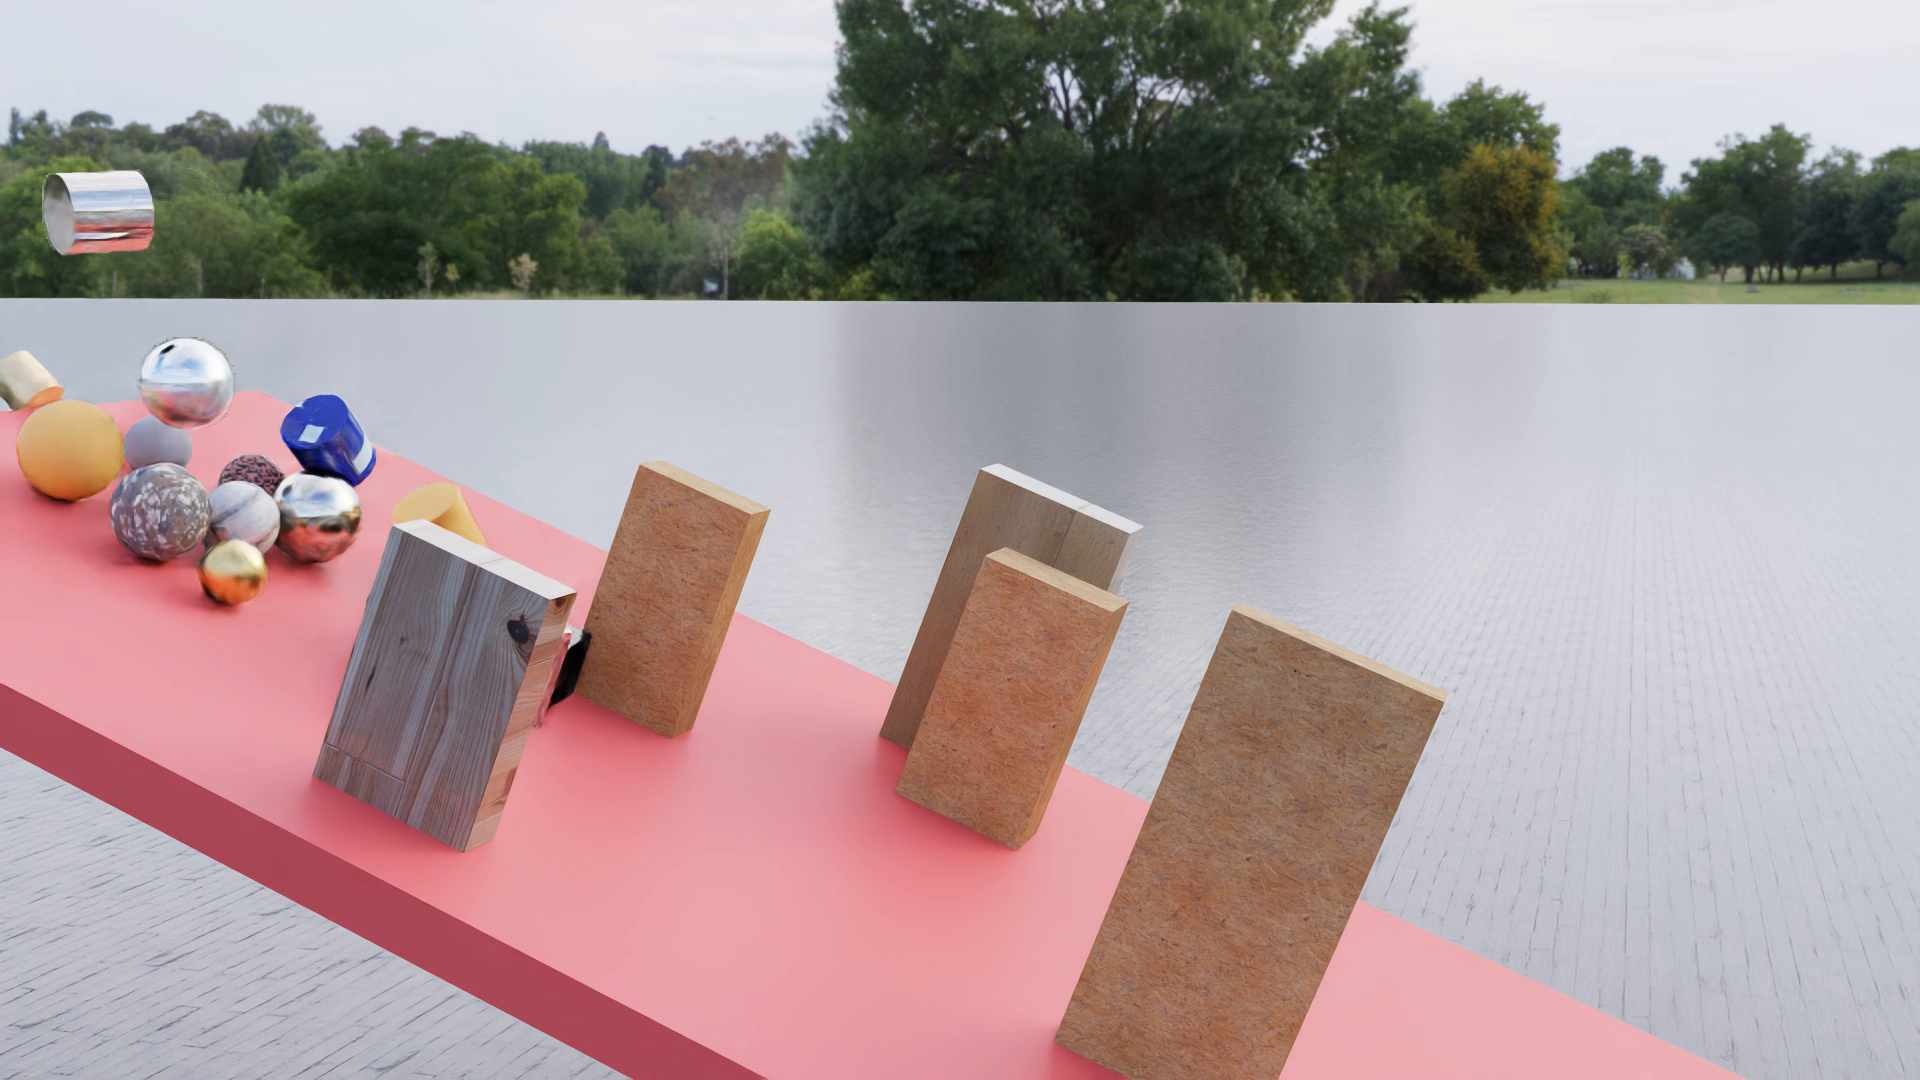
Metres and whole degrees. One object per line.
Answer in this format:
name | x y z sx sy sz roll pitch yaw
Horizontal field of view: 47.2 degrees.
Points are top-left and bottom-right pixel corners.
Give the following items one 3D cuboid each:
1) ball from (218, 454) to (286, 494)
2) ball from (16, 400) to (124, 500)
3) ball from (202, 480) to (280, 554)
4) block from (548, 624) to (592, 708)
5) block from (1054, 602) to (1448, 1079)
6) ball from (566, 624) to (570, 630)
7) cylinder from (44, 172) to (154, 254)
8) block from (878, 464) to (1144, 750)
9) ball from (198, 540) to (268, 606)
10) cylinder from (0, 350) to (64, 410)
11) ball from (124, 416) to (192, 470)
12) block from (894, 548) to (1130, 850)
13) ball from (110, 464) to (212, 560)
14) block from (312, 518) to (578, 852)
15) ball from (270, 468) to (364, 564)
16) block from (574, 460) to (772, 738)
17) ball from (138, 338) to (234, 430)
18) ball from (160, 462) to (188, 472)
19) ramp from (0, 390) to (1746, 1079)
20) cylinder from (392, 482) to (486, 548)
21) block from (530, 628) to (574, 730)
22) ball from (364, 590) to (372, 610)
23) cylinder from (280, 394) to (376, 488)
ball | -1.480 -0.113 4.600 0.136 0.136 0.136 0 7 0
ball | -1.753 -0.178 4.337 0.199 0.199 0.199 0 7 0
ball | -1.429 -0.037 4.352 0.161 0.161 0.161 0 7 0
block | -0.816 0.231 4.276 0.130 0.130 0.130 23 13 7
block | 0.460 0.533 3.539 0.356 0.787 0.081 24 13 13
ball | -0.849 0.187 4.414 0.128 0.128 0.128 0 7 0
cylinder | -1.739 -0.662 4.442 0.160 0.160 0.160 -11 13 -41
block | 0.109 0.198 4.744 0.349 0.631 0.138 24 13 13
ball | -1.365 0.060 4.130 0.124 0.124 0.124 0 7 0
cylinder | -2.052 -0.338 4.831 0.110 0.110 0.110 45 16 7
ball | -1.693 -0.195 4.642 0.139 0.139 0.139 0 7 0
block | 0.104 0.319 4.463 0.280 0.529 0.150 24 13 13
ball | -1.529 -0.053 4.206 0.184 0.184 0.184 0 7 0
block | -0.829 0.232 3.530 0.294 0.445 0.094 24 13 13
ball | -1.321 -0.049 4.501 0.193 0.193 0.193 0 7 0
block | -0.579 0.116 4.334 0.249 0.481 0.104 24 13 13
ball | -1.555 -0.314 4.423 0.183 0.183 0.183 0 7 0
ball | -1.591 -0.092 4.406 0.125 0.125 0.125 0 7 0
ramp | -0.316 0.566 4.200 4.000 0.100 2.000 24 13 13
cylinder | -1.086 -0.017 4.589 0.148 0.148 0.148 -13 35 9
block | -0.880 0.221 4.056 0.200 0.200 0.200 28 14 28
ball | -1.027 0.140 4.169 0.196 0.196 0.196 0 7 0
cylinder | -1.314 -0.200 4.581 0.146 0.146 0.146 2 -36 16
